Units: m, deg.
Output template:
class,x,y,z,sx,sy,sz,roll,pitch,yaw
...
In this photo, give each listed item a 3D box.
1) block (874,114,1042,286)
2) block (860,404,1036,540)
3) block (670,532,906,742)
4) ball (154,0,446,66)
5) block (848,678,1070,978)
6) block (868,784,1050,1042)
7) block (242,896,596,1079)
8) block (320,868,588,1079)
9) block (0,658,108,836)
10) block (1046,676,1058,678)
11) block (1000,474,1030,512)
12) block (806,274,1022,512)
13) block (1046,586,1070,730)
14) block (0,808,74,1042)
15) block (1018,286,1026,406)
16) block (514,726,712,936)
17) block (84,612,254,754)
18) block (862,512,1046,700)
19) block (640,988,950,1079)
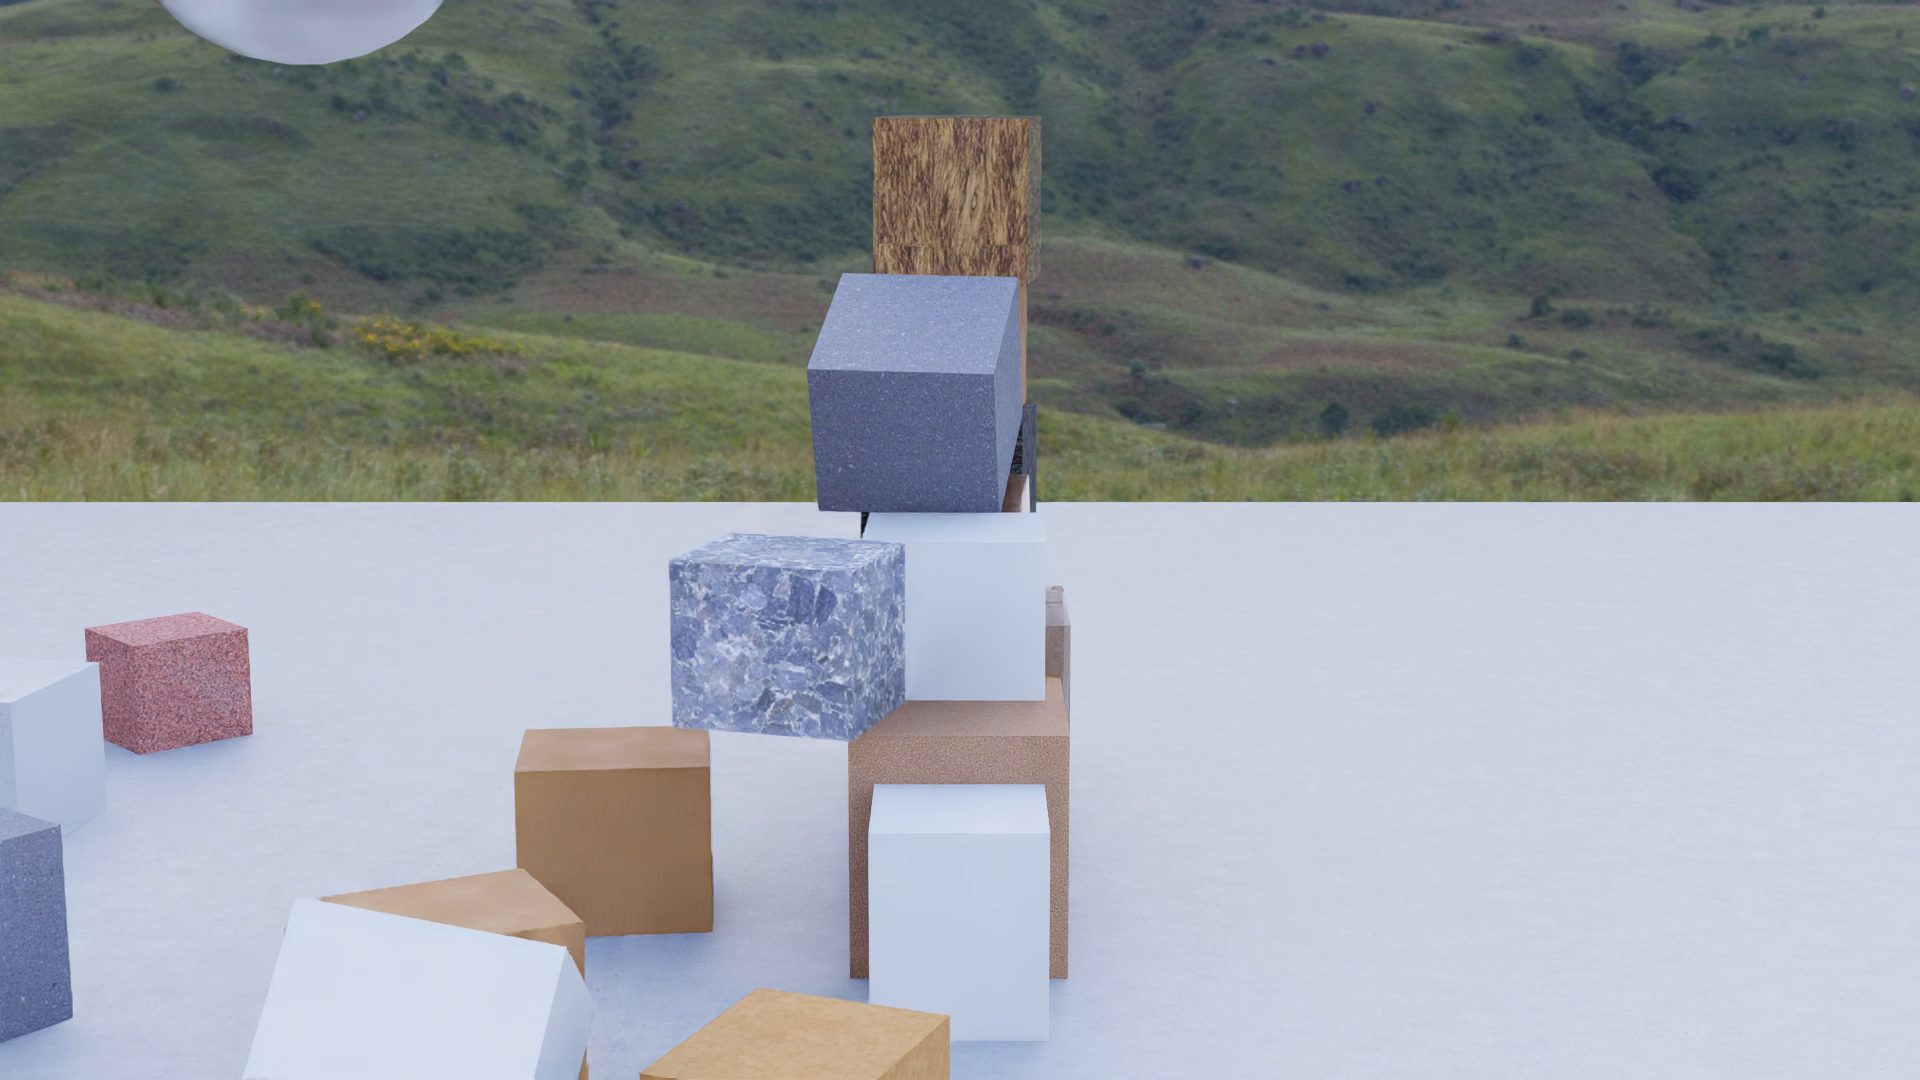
class,x,y,z,sx,sy,sz,roll,pitch,yaw
block,-0.003,-1.620,12.157,0.718,0.762,0.721,1,11,6
block,-0.042,-0.162,12.225,0.750,0.894,0.796,1,10,6
block,-0.672,0.371,10.162,0.747,0.661,0.647,3,11,17
ball,-2.765,-2.790,10.673,1.600,1.600,1.600,0,10,0
block,-0.004,1.154,10.469,0.857,0.984,0.966,0,10,0
block,-0.003,1.394,9.682,0.659,0.793,0.652,0,10,0
block,-1.582,1.593,7.468,0.790,0.809,0.737,10,-23,3
block,-1.764,1.600,8.924,0.738,0.658,0.673,-5,12,-27
block,-4.563,1.005,11.989,0.780,0.733,0.807,2,10,9
block,-0.010,1.083,11.381,0.907,0.797,0.831,0,10,0
block,-0.007,0.119,11.462,0.628,0.661,0.641,0,19,1
block,-0.178,-0.648,11.294,0.793,0.705,0.884,2,33,8
block,0.007,0.811,12.237,0.995,1.025,0.928,0,10,0
block,-3.917,1.445,9.509,0.827,0.754,0.825,8,13,36
block,-0.037,-0.930,12.224,0.643,0.619,0.643,1,10,7
block,-1.452,1.222,10.860,0.793,0.709,0.690,-1,10,-6
block,-4.243,0.758,13.767,0.643,0.582,0.593,-9,14,-41
block,-0.021,0.268,10.754,0.747,0.657,0.703,0,10,1
block,-0.471,1.822,7.581,0.645,0.703,0.753,4,11,22
